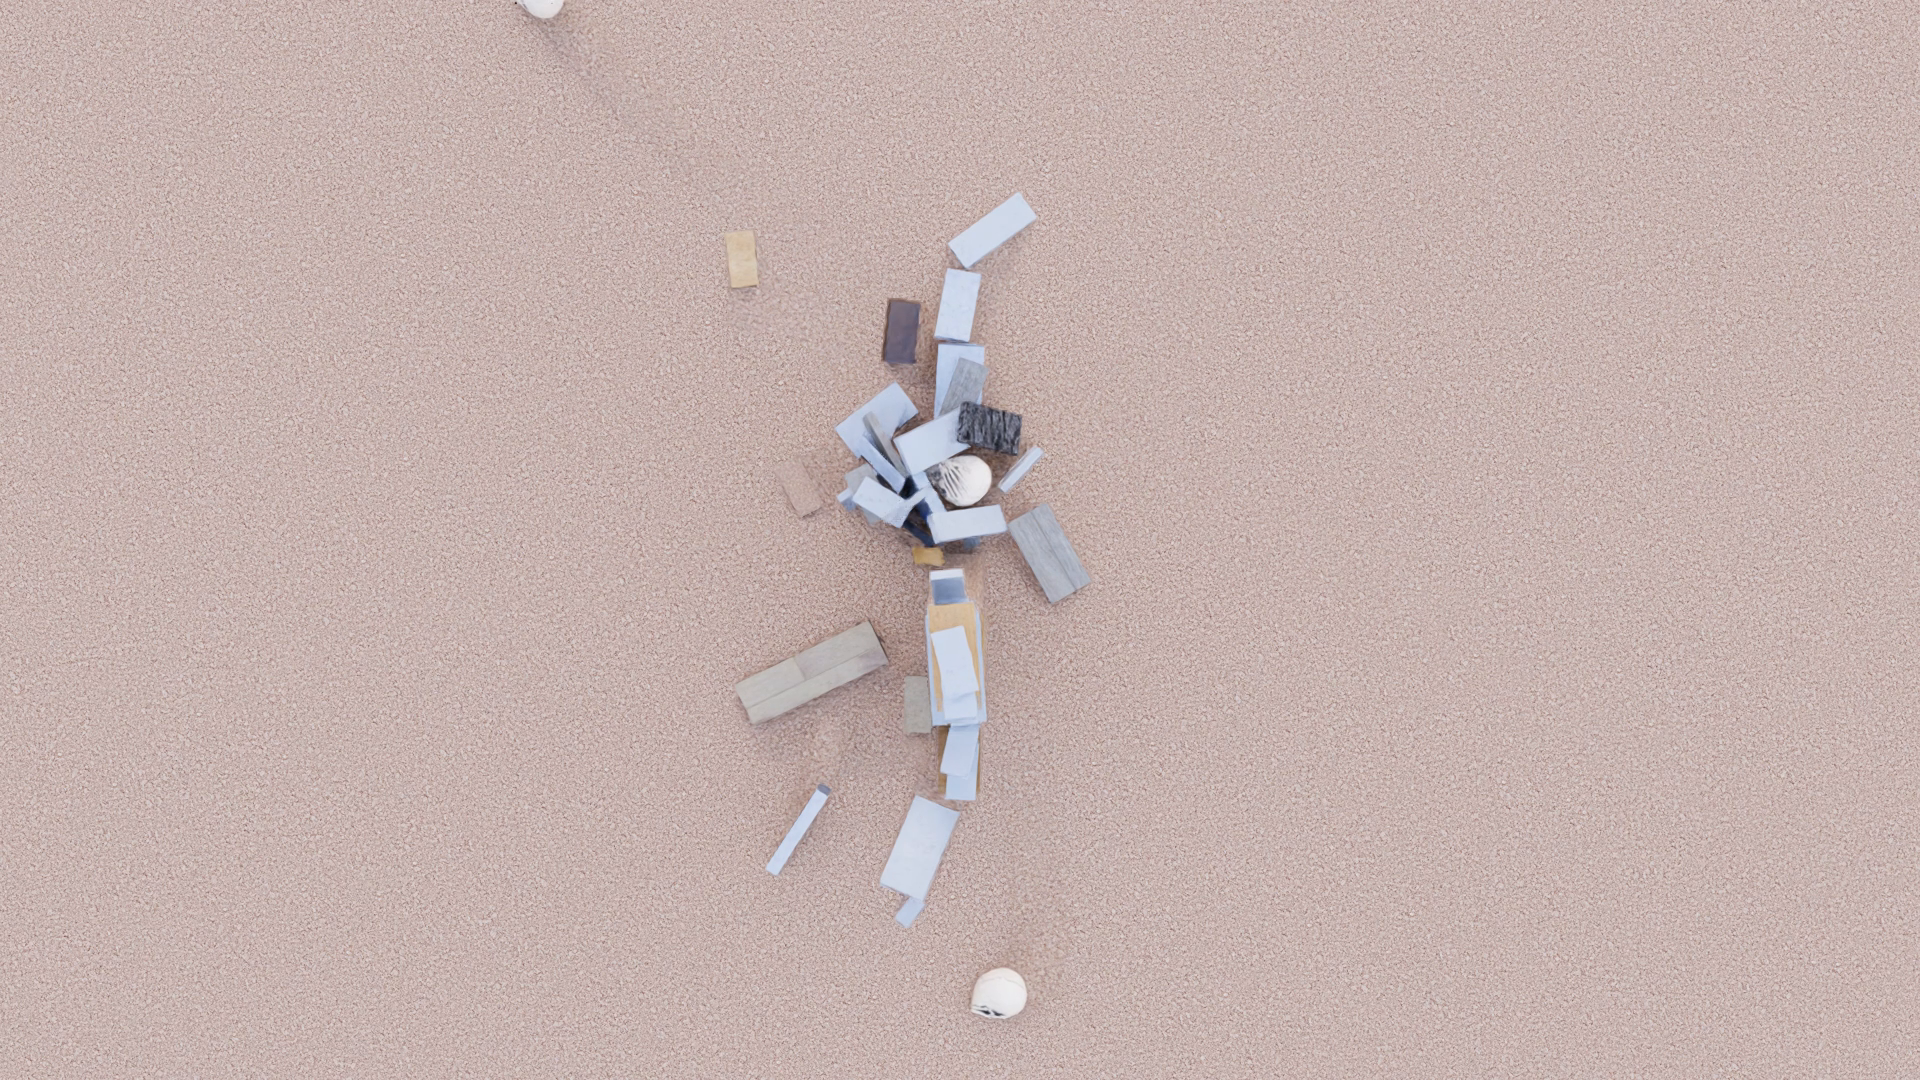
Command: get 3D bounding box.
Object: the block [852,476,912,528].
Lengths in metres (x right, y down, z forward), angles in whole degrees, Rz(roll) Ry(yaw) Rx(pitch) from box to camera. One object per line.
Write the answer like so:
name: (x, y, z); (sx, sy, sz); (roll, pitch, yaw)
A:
block: (-0.251, -0.122, 5.367); (0.182, 0.026, 0.091); (31, 90, -1)

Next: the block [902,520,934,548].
block: (-0.179, -0.055, 5.453); (0.231, 0.094, 0.027); (38, 90, 0)

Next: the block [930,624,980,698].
block: (-0.015, 0.356, 4.836); (0.097, 0.028, 0.194); (-14, 92, 0)

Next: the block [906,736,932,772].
block: (-0.137, 0.713, 5.493); (0.052, 0.015, 0.104); (-27, 90, 0)

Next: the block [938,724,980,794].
block: (-0.002, 0.679, 5.300); (0.133, 0.038, 0.266); (0, 93, 0)

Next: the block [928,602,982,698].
block: (-0.016, 0.326, 4.896); (0.137, 0.039, 0.274); (-4, 92, 0)

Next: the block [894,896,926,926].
block: (-0.166, 1.230, 5.484); (0.052, 0.015, 0.104); (38, 99, 0)

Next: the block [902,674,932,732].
block: (-0.139, 0.545, 5.487); (0.093, 0.026, 0.186); (3, 90, 0)

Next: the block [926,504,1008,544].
block: (0.025, -0.053, 5.374); (0.313, 0.026, 0.092); (-9, 76, -44)

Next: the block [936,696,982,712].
block: (-0.007, 0.466, 5.055); (0.137, 0.275, 0.039); (-4, 69, 0)

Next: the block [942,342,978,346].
block: (-0.003, -0.536, 5.457); (0.114, 0.032, 0.228); (1, 104, 0)

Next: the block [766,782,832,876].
block: (-0.530, 0.949, 5.423); (0.043, 0.153, 0.307); (33, 90, 0)

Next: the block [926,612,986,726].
block: (-0.012, 0.407, 5.210); (0.171, 0.048, 0.342); (-4, 92, 0)

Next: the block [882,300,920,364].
block: (-0.194, -0.686, 5.440); (0.102, 0.029, 0.204); (1, 108, -19)

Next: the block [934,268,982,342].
block: (-0.007, -0.775, 5.450); (0.114, 0.032, 0.228); (10, 86, 1)

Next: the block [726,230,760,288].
block: (-0.723, -0.933, 5.487); (0.091, 0.026, 0.183); (-6, 90, 0)

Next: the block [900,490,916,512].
block: (-0.180, -0.138, 5.476); (0.013, 0.047, 0.094); (-33, 90, 0)

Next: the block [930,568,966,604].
block: (-0.030, 0.185, 5.051); (0.097, 0.294, 0.028); (-6, 56, 0)

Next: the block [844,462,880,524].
block: (-0.297, -0.152, 5.392); (0.091, 0.026, 0.182); (-28, 91, 0)

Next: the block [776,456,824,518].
block: (-0.533, -0.174, 5.487); (0.091, 0.026, 0.183); (-27, 90, 0)

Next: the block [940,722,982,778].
block: (0.002, 0.655, 5.235); (0.093, 0.026, 0.186); (13, 75, 2)

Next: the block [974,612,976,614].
block: (-0.019, 0.286, 5.048); (0.137, 0.275, 0.039); (-4, 68, 0)

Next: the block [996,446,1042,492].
block: (0.196, -0.235, 5.452); (0.026, 0.092, 0.184); (43, 90, -9)

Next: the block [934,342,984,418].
block: (-0.004, -0.490, 5.430); (0.152, 0.043, 0.303); (3, 104, -1)

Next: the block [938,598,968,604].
block: (-0.016, 0.246, 5.095); (0.094, 0.187, 0.027); (-6, 56, 0)

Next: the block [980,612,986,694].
block: (-0.004, 0.387, 5.369); (0.171, 0.048, 0.342); (0, 49, 0)

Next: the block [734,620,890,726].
block: (-0.491, 0.441, 5.469); (0.495, 0.043, 0.153); (-26, 91, 2)

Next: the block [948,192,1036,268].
block: (0.107, -1.028, 5.486); (0.291, 0.029, 0.102); (-36, 90, 0)

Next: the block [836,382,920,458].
block: (-0.276, -0.397, 5.482); (0.256, 0.036, 0.128); (-37, 90, 0)

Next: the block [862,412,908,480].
block: (-0.244, -0.302, 5.390); (0.026, 0.091, 0.242); (-30, 90, -13)

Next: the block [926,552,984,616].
block: (-0.017, 0.187, 5.365); (0.171, 0.048, 0.342); (3, 47, 0)

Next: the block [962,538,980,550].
block: (0.027, -0.028, 5.492); (0.054, 0.015, 0.109); (-17, 90, 0)

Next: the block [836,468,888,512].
block: (-0.312, -0.173, 5.452); (0.187, 0.094, 0.027); (-37, 66, 0)

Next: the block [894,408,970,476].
block: (-0.077, -0.322, 5.347); (0.256, 0.036, 0.128); (-27, 103, -19)

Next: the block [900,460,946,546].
block: (-0.110, -0.130, 5.421); (0.043, 0.152, 0.303); (-30, 90, -14)

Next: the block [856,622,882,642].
block: (-0.313, 0.323, 5.492); (0.104, 0.015, 0.052); (36, 91, 0)

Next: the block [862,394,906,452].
block: (-0.256, -0.382, 5.451); (0.091, 0.026, 0.182); (23, 90, 0)

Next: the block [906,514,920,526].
block: (-0.177, -0.082, 5.476); (0.094, 0.047, 0.013); (38, 90, 0)

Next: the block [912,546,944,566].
block: (-0.104, 0.052, 5.417); (0.109, 0.015, 0.054); (6, 121, 36)

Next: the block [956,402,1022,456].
block: (0.098, -0.363, 5.394); (0.256, 0.036, 0.128); (11, 84, -44)

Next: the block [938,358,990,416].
block: (0.012, -0.485, 5.394); (0.102, 0.029, 0.204); (20, 103, -5)

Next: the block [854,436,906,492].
block: (-0.261, -0.249, 5.383); (0.015, 0.054, 0.223); (-28, 66, -37)

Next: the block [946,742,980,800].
block: (0.008, 0.735, 5.271); (0.093, 0.026, 0.186); (4, 93, 0)

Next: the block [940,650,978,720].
block: (-0.006, 0.426, 4.866); (0.097, 0.028, 0.194); (-6, 92, 0)

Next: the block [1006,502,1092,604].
block: (0.295, 0.043, 5.479); (0.152, 0.043, 0.303); (-30, 90, 0)

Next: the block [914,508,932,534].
block: (-0.124, -0.060, 5.476); (0.013, 0.047, 0.095); (-30, 90, 0)

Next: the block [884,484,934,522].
block: (-0.163, -0.117, 5.264); (0.092, 0.184, 0.026); (-31, 95, 35)

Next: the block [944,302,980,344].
block: (0.004, -0.675, 5.484); (0.114, 0.032, 0.228); (2, 90, 0)

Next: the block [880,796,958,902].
block: (-0.133, 1.014, 5.432); (0.153, 0.043, 0.307); (21, 76, 8)
